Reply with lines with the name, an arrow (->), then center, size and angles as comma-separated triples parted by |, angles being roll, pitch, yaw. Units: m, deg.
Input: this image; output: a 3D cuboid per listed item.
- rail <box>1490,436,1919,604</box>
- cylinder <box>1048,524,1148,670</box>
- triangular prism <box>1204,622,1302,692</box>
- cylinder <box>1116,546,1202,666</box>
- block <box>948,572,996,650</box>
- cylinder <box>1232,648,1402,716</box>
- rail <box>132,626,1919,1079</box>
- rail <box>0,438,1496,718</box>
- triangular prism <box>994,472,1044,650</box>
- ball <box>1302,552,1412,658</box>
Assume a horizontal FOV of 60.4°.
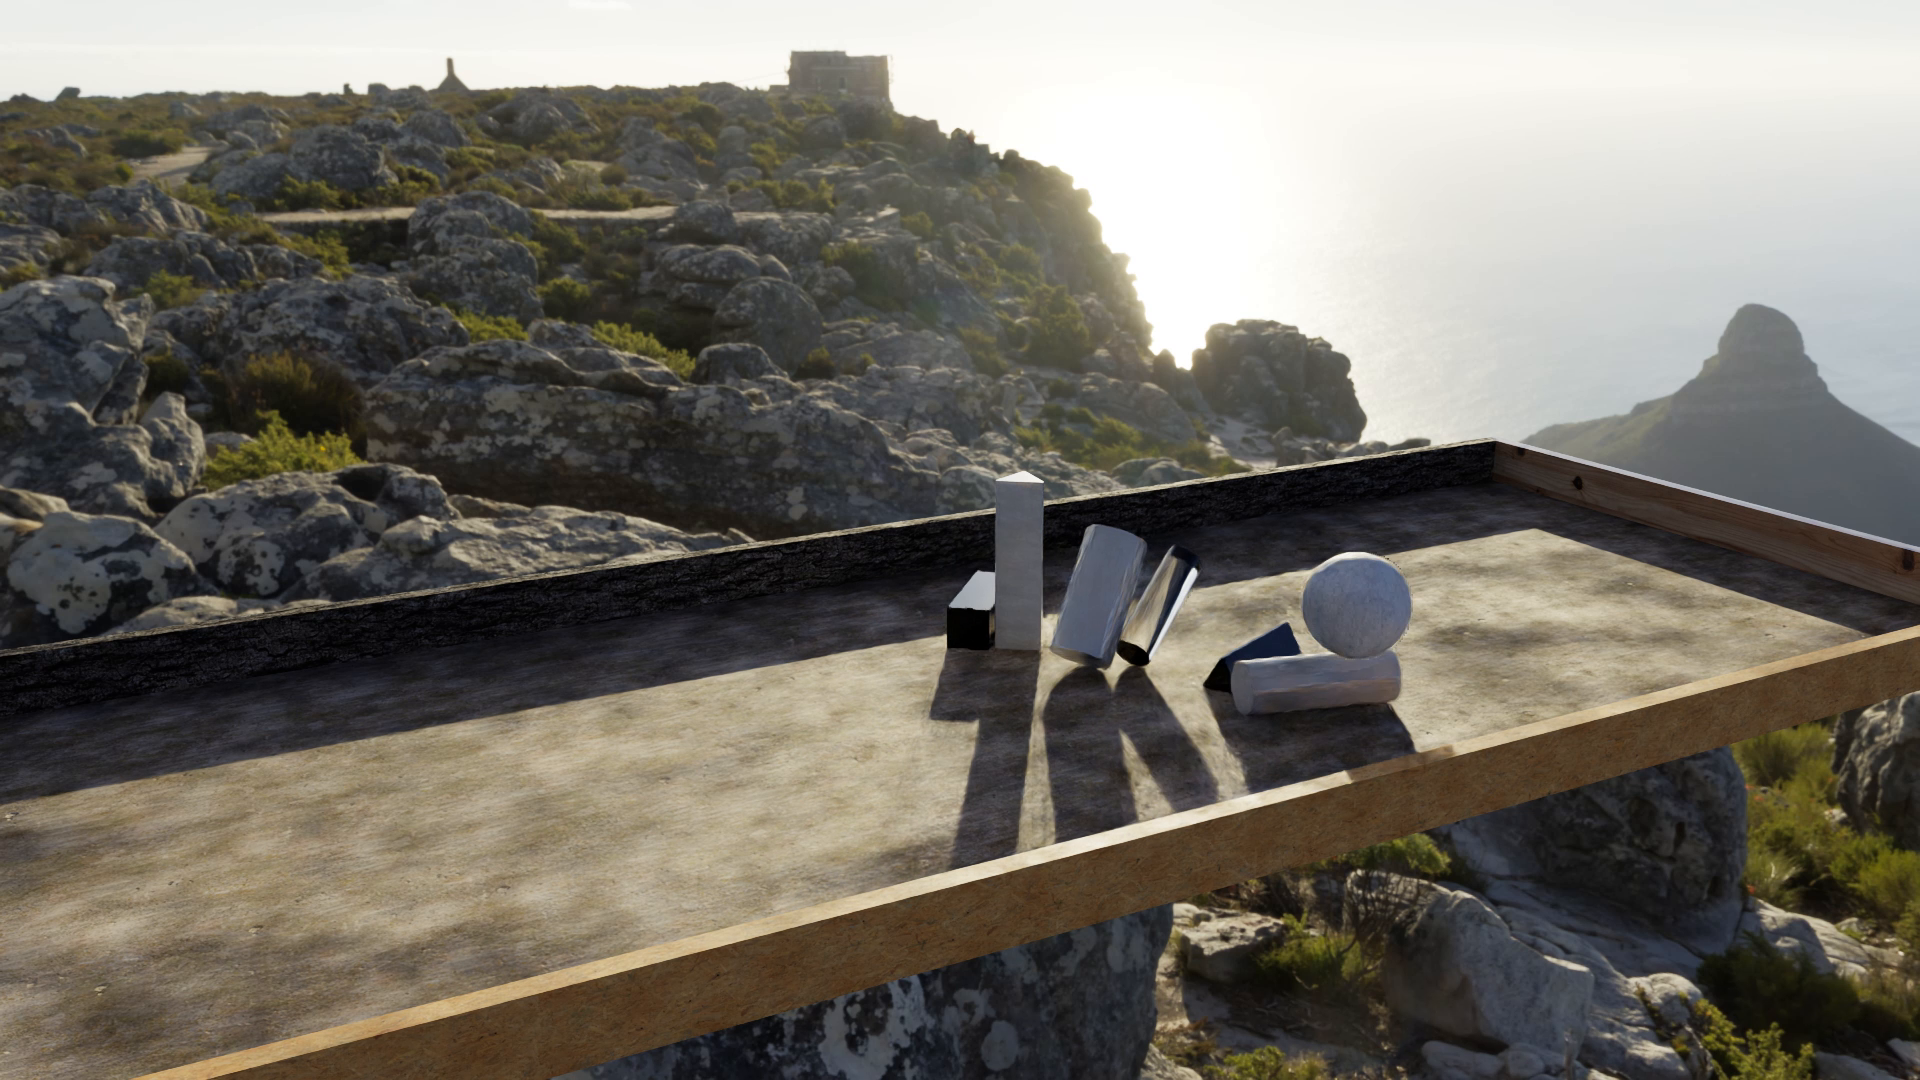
rail -> 2.466, -0.048, 5.253 | 0.050, 0.150, 2.100 | -9, 18, -27
cylinder -> 0.354, 0.146, 4.210 | 0.165, 0.331, 0.165 | 17, -14, 4
triangular prism -> 0.750, 0.292, 4.198 | 0.100, 0.087, 0.341 | 12, 20, 36
cylinder -> 0.518, 0.171, 4.295 | 0.102, 0.102, 0.326 | 11, 54, 34
block -> 0.063, 0.190, 4.506 | 0.113, 0.113, 0.326 | 4, 17, 14
cylinder -> 0.857, 0.339, 3.968 | 0.383, 0.131, 0.131 | -4, 17, -14
rail -> -2.336, 1.006, 1.665 | 12.000, 0.150, 0.050 | -9, 18, -27
rail -> -3.305, 0.497, 3.399 | 12.000, 0.150, 0.050 | -9, 18, -27
triangular prism -> 0.161, 0.054, 4.357 | 0.123, 0.459, 0.107 | 2, 17, 8
ball -> 0.941, 0.155, 3.918 | 0.253, 0.253, 0.253 | 0, 16, 0
